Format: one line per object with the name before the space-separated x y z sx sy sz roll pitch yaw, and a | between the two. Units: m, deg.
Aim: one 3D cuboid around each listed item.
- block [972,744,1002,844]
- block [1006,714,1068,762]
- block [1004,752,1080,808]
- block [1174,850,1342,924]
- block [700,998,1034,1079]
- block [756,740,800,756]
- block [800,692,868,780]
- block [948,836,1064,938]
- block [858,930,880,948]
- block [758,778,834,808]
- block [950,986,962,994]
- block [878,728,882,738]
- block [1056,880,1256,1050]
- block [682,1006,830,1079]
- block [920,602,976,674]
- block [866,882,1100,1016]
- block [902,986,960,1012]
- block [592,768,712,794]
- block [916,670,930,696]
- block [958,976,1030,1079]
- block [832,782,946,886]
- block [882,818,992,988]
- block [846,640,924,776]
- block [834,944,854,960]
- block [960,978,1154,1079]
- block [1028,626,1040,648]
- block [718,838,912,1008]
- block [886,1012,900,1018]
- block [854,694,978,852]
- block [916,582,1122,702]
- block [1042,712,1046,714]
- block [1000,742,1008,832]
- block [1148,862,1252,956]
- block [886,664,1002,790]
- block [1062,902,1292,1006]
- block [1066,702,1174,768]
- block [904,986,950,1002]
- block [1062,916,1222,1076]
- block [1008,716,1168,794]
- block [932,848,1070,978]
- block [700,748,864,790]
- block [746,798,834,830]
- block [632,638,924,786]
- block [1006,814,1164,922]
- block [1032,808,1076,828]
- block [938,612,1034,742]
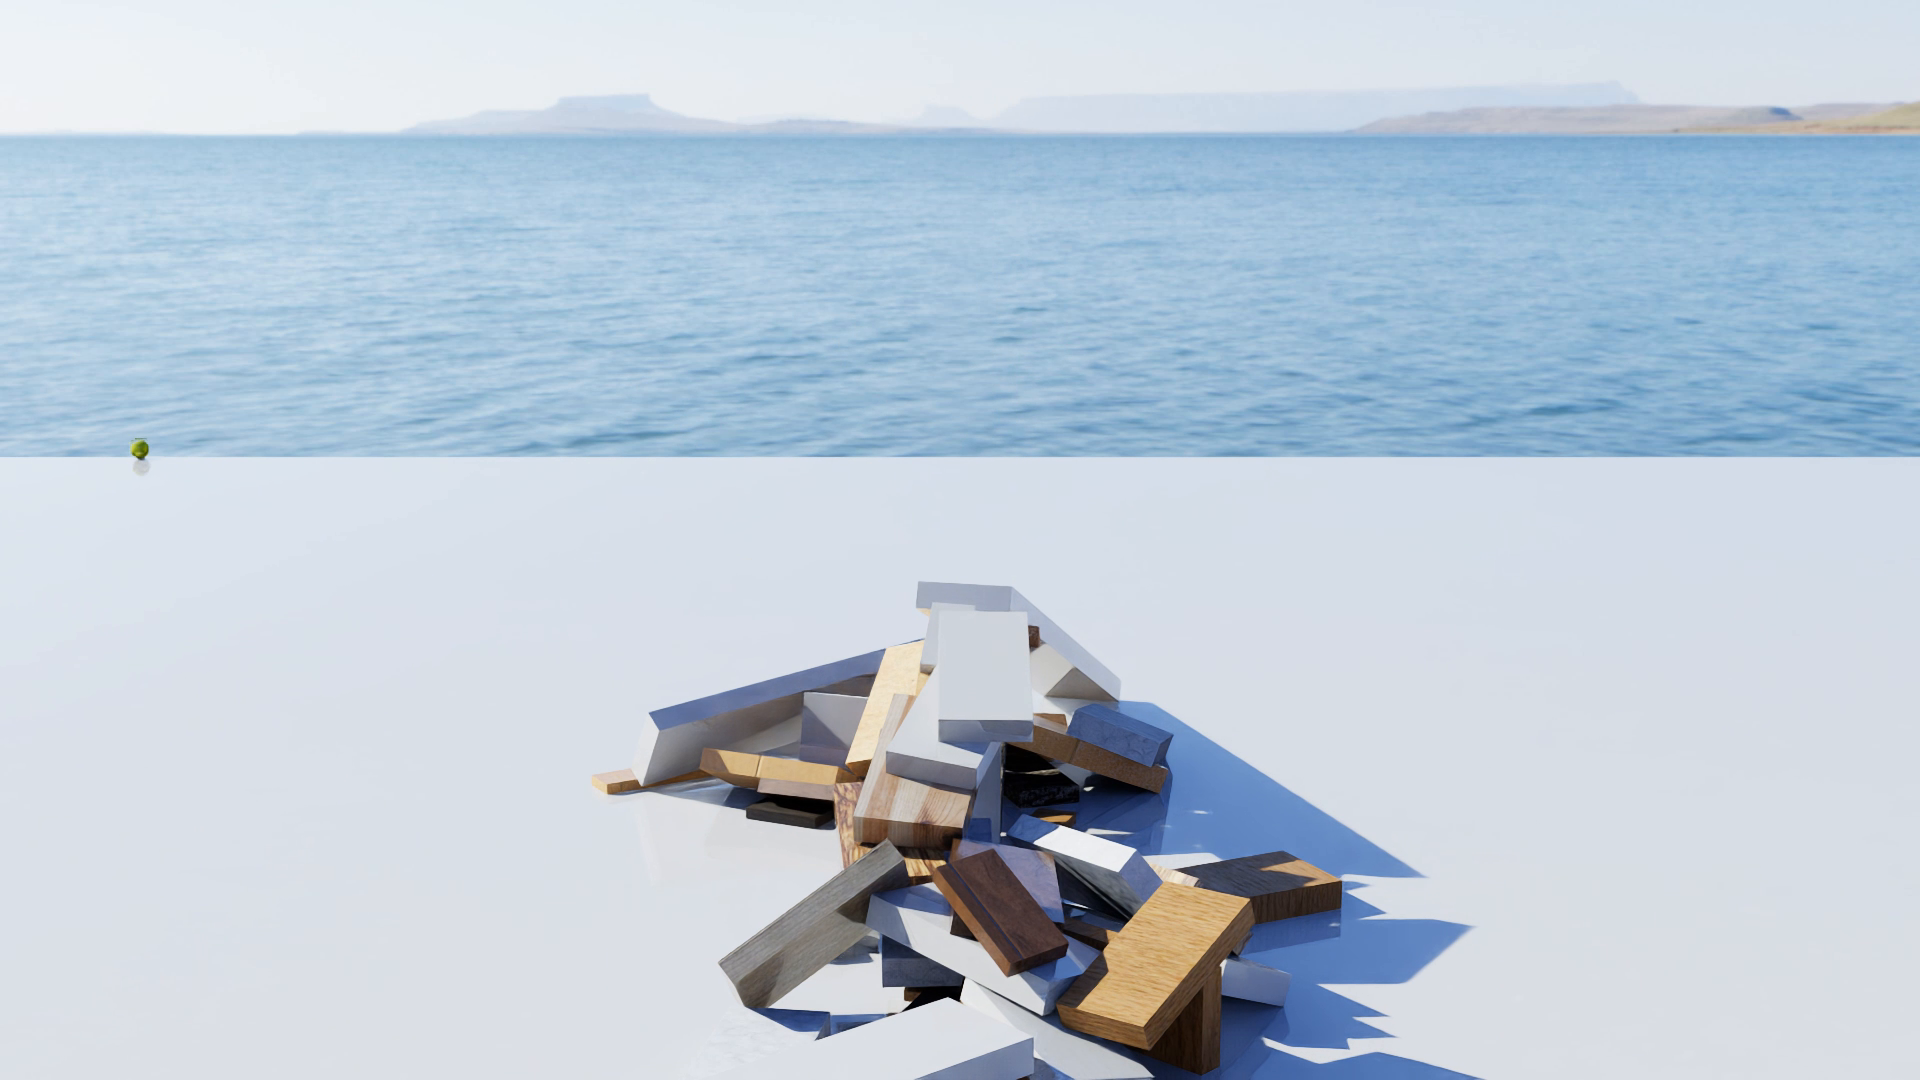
block | 0.000 0.448 3.697 0.134 0.267 0.038 -1 14 -3
block | 0.083 0.389 4.352 0.237 0.118 0.034 3 49 -15
block | 0.132 0.464 4.255 0.118 0.034 0.237 -4 11 -18
block | 0.435 0.579 3.596 0.339 0.048 0.170 -5 12 -26
block | -0.273 0.682 2.557 0.806 0.048 0.170 -9 13 -39
block | -0.339 0.400 4.561 0.337 0.048 0.168 -1 11 -4
block | -0.143 0.393 4.251 0.337 0.168 0.048 4 -2 20
block | 0.063 0.505 3.152 0.152 0.043 0.304 10 10 -3
block | -0.161 0.607 3.474 0.061 0.017 0.121 19 8 -8
block | -0.270 0.472 4.068 0.191 0.027 0.095 2 -18 35
block | -0.026 0.639 3.241 0.080 0.023 0.159 0 24 3
block | -0.113 0.441 3.962 0.095 0.191 0.027 5 -11 26
block | 0.265 0.566 2.952 0.139 0.039 0.277 6 33 39
block | -0.301 0.736 2.771 0.144 0.041 0.652 2 11 8
block | -0.020 0.170 3.795 0.076 0.022 0.152 4 42 7
block | 0.047 0.563 3.067 0.333 0.047 0.166 19 13 40
block | -0.037 0.668 3.064 0.079 0.022 0.157 9 12 19
block | -0.575 0.458 4.323 0.292 0.021 0.073 -7 13 -33
block | -0.008 0.272 3.705 0.134 0.038 0.267 2 27 3
block | 0.065 0.673 2.984 0.144 0.041 0.287 13 14 1
block | -0.110 0.462 3.391 0.152 0.043 0.304 -3 22 -6
block | -0.031 0.540 3.315 0.167 0.047 0.406 -1 22 -1
block | -0.108 0.312 4.154 0.144 0.041 0.287 -13 40 31
block | -0.220 0.626 3.428 0.061 0.017 0.122 -6 12 -29
block | 0.125 0.660 2.922 0.139 0.039 0.277 5 16 -29
block | 0.111 0.174 4.027 0.067 0.019 0.134 8 -11 4
block | -0.201 0.555 3.130 0.293 0.147 0.042 -35 62 -15
block | -0.073 0.696 3.038 0.079 0.022 0.158 2 11 8
block | -0.052 0.361 3.451 0.166 0.047 0.333 5 31 8
block | 0.140 0.217 4.414 0.173 0.049 1.091 3 -12 15
block | 0.127 0.405 4.477 0.172 0.024 0.086 -9 49 -39
block | 0.011 0.424 3.914 0.134 0.267 0.038 1 -26 7
block | 0.304 0.545 3.358 0.041 0.144 0.287 -53 28 -17
block | 0.000 0.284 3.496 0.147 0.042 0.293 10 31 15
block | 0.302 0.610 3.254 0.339 0.048 0.170 11 -7 44
block | 0.318 0.381 4.317 0.173 0.049 0.346 21 1 10
block | -0.040 0.632 3.209 0.061 0.017 0.124 3 24 9
block | 0.236 0.630 3.061 0.287 0.144 0.041 10 14 43
block | 0.212 0.395 4.231 0.346 0.049 0.173 20 2 -24
block | 0.054 0.504 2.981 0.095 0.027 0.191 -13 43 -31
block | -0.331 0.446 4.153 0.287 0.041 0.144 5 -17 24
block | -0.314 0.505 4.068 0.147 0.021 0.073 5 12 25
block | -0.314 0.330 4.394 0.715 0.168 0.048 -14 53 -34
block | 0.206 0.504 3.310 0.043 0.152 0.304 -48 25 -19
block | 0.156 0.520 3.986 0.073 0.021 0.147 3 11 18
block | 0.039 0.216 3.531 0.147 0.042 0.314 0 30 -1
